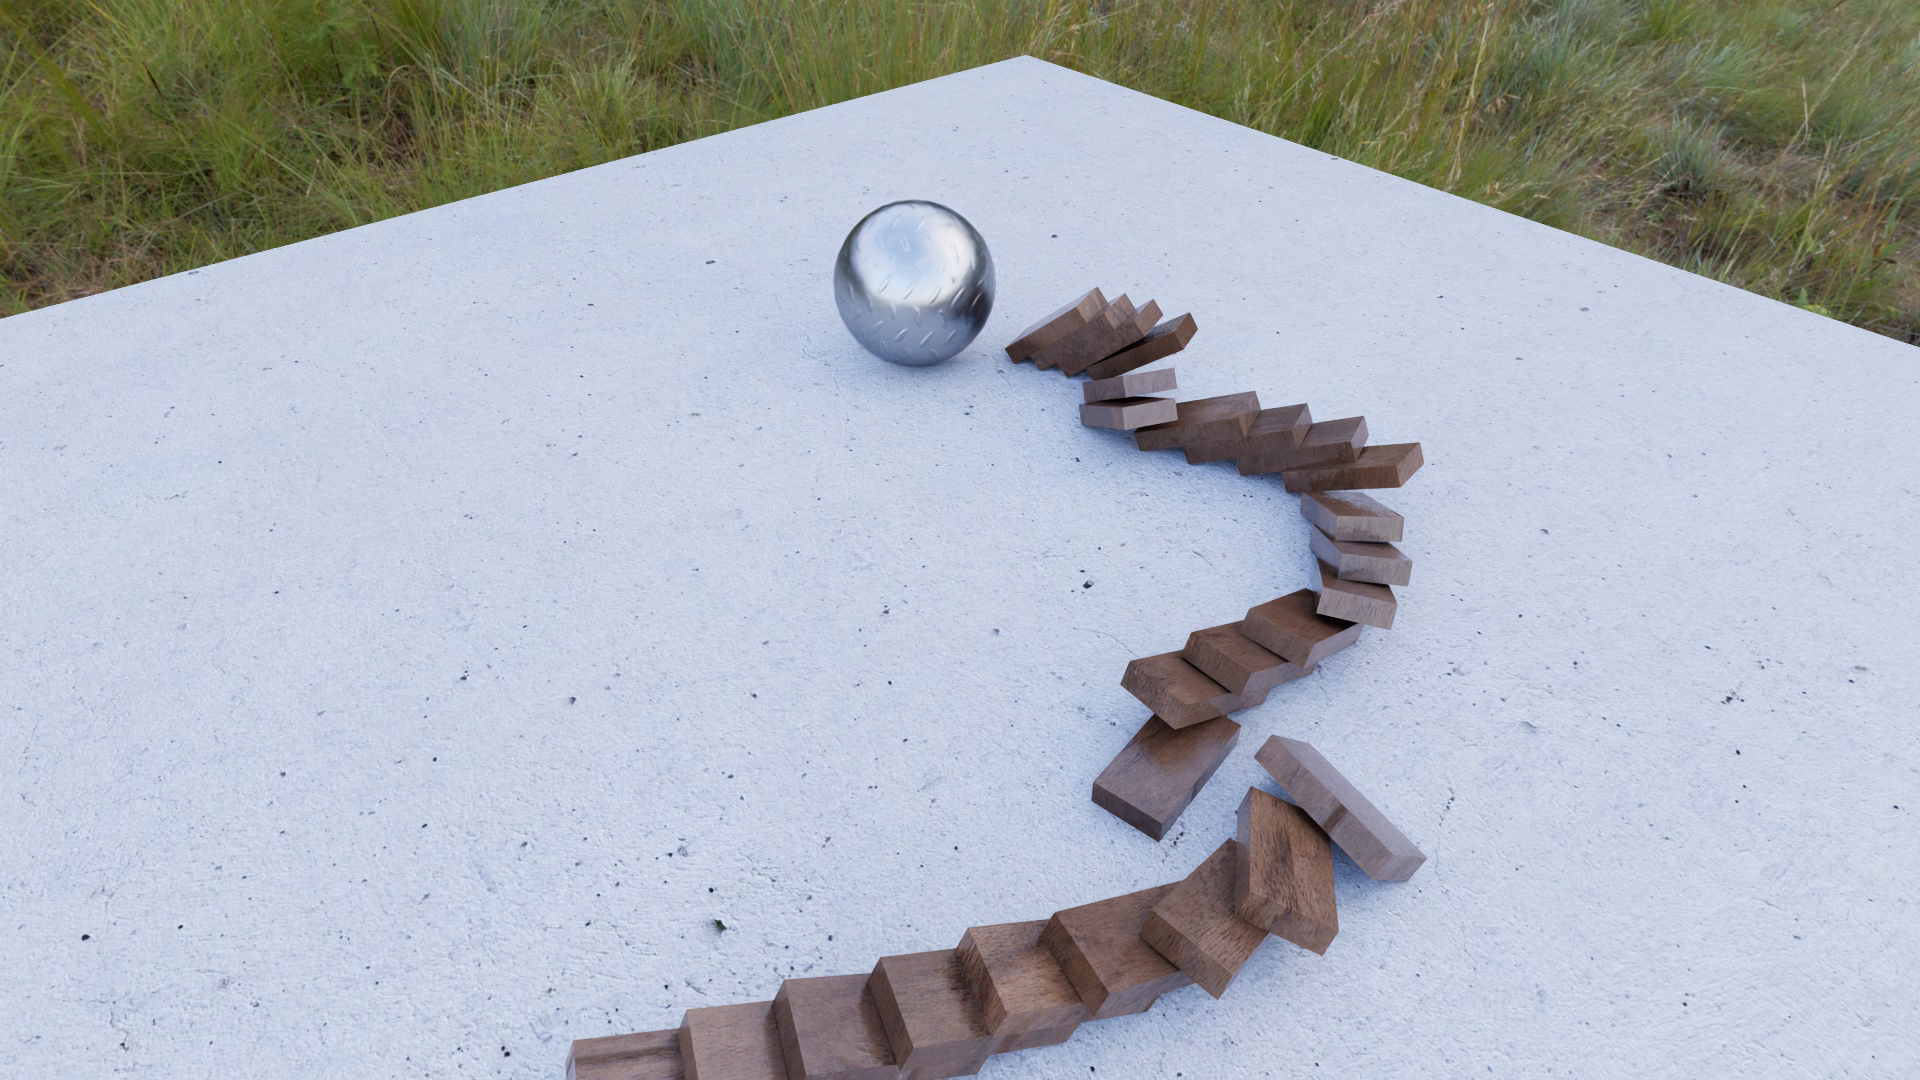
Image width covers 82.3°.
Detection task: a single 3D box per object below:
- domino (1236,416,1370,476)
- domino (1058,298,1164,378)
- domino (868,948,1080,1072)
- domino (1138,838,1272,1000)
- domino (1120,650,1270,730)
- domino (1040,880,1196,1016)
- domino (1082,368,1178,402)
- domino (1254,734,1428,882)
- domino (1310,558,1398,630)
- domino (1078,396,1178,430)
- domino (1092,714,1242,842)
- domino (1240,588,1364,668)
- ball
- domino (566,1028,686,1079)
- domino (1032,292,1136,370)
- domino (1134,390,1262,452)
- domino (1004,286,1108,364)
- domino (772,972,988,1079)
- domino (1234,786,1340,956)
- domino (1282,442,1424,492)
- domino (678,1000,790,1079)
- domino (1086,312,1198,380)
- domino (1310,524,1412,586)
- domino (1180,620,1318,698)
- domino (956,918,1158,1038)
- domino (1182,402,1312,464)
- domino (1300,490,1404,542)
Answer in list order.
[{"bbox_3d":[0.147,-0.040,0.475,0.050,0.010,0.025,-6,27,37],"label":"domino"},{"bbox_3d":[0.073,-0.099,0.540,0.050,0.010,0.025,-23,18,44],"label":"domino"},{"bbox_3d":[0.004,0.119,0.283,0.050,0.009,0.025,6,33,-31],"label":"domino"},{"bbox_3d":[0.073,0.102,0.302,0.025,0.010,0.050,34,29,27],"label":"domino"},{"bbox_3d":[0.080,0.048,0.370,0.050,0.009,0.025,-5,32,-42],"label":"domino"},{"bbox_3d":[0.049,0.108,0.295,0.050,0.010,0.025,1,35,-37],"label":"domino"},{"bbox_3d":[0.078,-0.072,0.511,0.025,0.009,0.050,-11,7,-13],"label":"domino"},{"bbox_3d":[0.115,0.081,0.334,0.025,0.010,0.050,19,21,-43],"label":"domino"},{"bbox_3d":[0.143,0.019,0.403,0.025,0.009,0.050,13,14,13],"label":"domino"},{"bbox_3d":[0.075,-0.058,0.496,0.025,0.010,0.050,-12,11,-14],"label":"domino"},{"bbox_3d":[0.067,0.072,0.356,0.025,0.009,0.050,27,47,29],"label":"domino"},{"bbox_3d":[0.123,0.030,0.391,0.025,0.010,0.050,31,25,32],"label":"domino"},{"bbox_3d":[-0.022,-0.126,0.542,0.080,0.080,0.080,0,39,0],"label":"ball"},{"bbox_3d":[-0.068,0.132,0.266,0.050,0.010,0.025,7,34,-29],"label":"domino"},{"bbox_3d":[0.060,-0.103,0.545,0.050,0.010,0.025,-23,18,45],"label":"domino"},{"bbox_3d":[0.106,-0.053,0.492,0.050,0.009,0.025,-5,31,38],"label":"domino"},{"bbox_3d":[0.048,-0.107,0.550,0.050,0.009,0.025,-23,18,45],"label":"domino"},{"bbox_3d":[-0.020,0.123,0.278,0.050,0.010,0.025,8,33,-29],"label":"domino"},{"bbox_3d":[0.093,0.093,0.314,0.025,0.009,0.050,23,25,5],"label":"domino"},{"bbox_3d":[0.164,-0.030,0.462,0.050,0.009,0.025,-1,25,46],"label":"domino"},{"bbox_3d":[-0.042,0.128,0.273,0.050,0.010,0.025,7,34,-29],"label":"domino"},{"bbox_3d":[0.088,-0.093,0.534,0.050,0.009,0.025,-18,22,38],"label":"domino"},{"bbox_3d":[0.152,0.005,0.420,0.025,0.009,0.050,7,14,4],"label":"domino"},{"bbox_3d":[0.102,0.039,0.380,0.050,0.010,0.025,-5,33,-45],"label":"domino"},{"bbox_3d":[0.026,0.113,0.290,0.050,0.009,0.025,6,33,-31],"label":"domino"},{"bbox_3d":[0.126,-0.047,0.483,0.050,0.010,0.025,-5,30,37],"label":"domino"},{"bbox_3d":[0.155,-0.010,0.439,0.025,0.010,0.050,1,13,2],"label":"domino"}]
